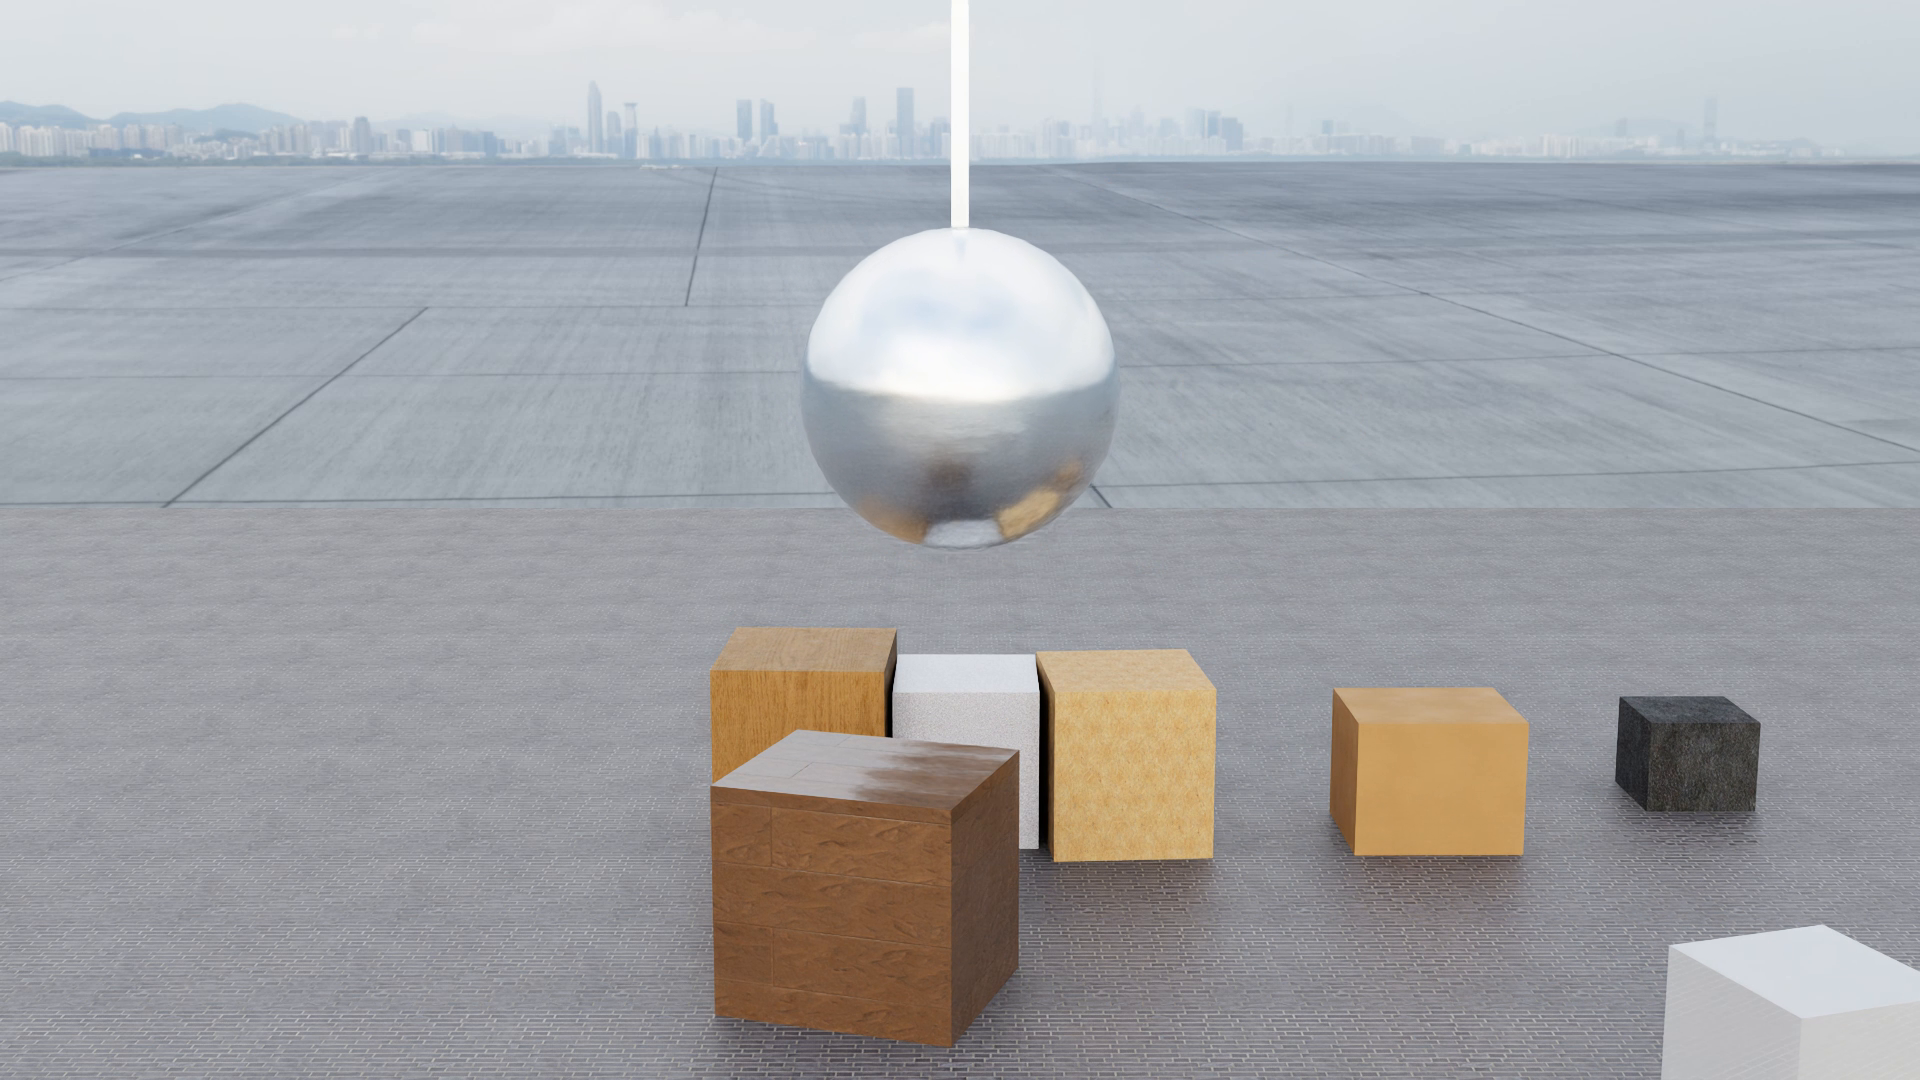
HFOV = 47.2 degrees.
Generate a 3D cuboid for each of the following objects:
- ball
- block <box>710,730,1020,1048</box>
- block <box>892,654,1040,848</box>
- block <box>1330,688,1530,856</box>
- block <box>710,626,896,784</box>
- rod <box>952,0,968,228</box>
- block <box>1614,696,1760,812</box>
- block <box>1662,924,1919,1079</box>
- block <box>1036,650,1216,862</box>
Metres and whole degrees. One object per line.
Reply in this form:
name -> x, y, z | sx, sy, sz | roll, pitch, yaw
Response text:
ball -> 0.000, -0.746, 10.917 | 1.600, 1.600, 1.600 | 0, 10, 0
block -> -0.372, 1.408, 9.111 | 1.015, 0.969, 0.898 | 3, 11, 18
block -> 0.032, 1.079, 11.371 | 0.728, 0.808, 0.815 | 0, 10, 0
block -> 2.379, 1.171, 11.237 | 0.839, 0.676, 0.724 | 0, 10, 0
block -> -0.776, 1.022, 11.264 | 0.850, 0.958, 0.973 | 0, 10, 2
rod -> 0.000, -4.103, 10.379 | 0.080, 5.200, 0.080 | 0, 9, 0
block -> 3.923, 1.150, 11.885 | 0.574, 0.484, 0.568 | 0, 10, 0
block -> 2.841, 1.815, 7.396 | 0.638, 0.783, 0.675 | -3, 11, -18
block -> 0.827, 1.081, 11.219 | 0.793, 0.859, 0.872 | -1, 10, -4
